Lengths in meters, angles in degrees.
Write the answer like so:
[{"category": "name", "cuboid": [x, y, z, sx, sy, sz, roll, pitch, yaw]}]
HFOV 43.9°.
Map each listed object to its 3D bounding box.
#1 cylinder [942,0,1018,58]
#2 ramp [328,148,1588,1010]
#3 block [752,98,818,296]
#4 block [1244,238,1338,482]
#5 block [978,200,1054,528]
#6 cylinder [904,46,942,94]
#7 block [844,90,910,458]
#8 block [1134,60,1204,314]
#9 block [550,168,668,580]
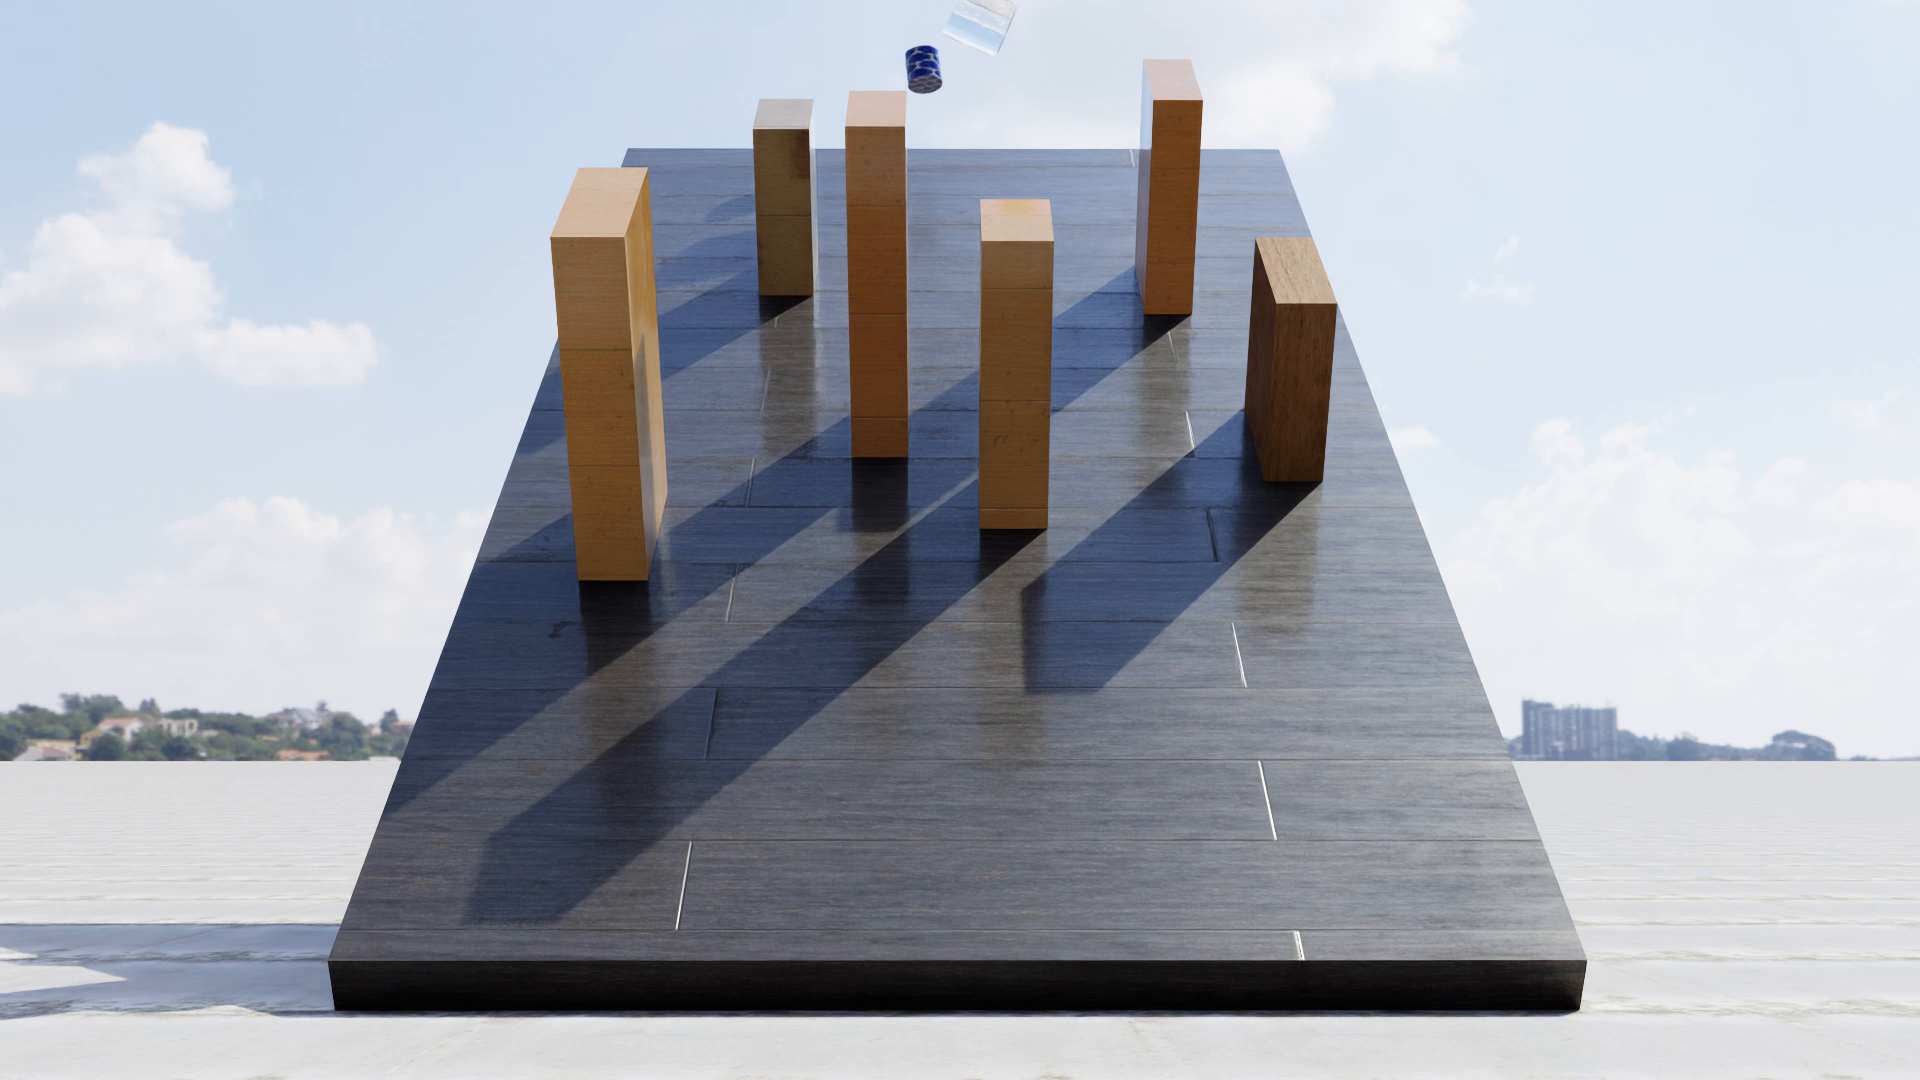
[{"category": "cylinder", "cuboid": [0.061, -1.580, 7.242, 0.176, 0.176, 0.176, 23, -8, -6]}, {"category": "ramp", "cuboid": [-0.011, -0.223, 5.575, 2.000, 0.100, 4.000, 0, 28, 0]}, {"category": "block", "cuboid": [-0.456, -0.902, 6.265, 0.144, 0.453, 0.254, 0, 28, 0]}, {"category": "block", "cuboid": [0.741, -0.411, 5.373, 0.131, 0.425, 0.396, 0, 28, 0]}, {"category": "block", "cuboid": [0.115, -0.370, 5.048, 0.145, 0.652, 0.245, 0, 28, 0]}, {"category": "cylinder", "cuboid": [-0.113, -1.452, 7.358, 0.107, 0.107, 0.107, -6, -20, -2]}, {"category": "block", "cuboid": [-0.181, -0.590, 5.329, 0.127, 0.777, 0.251, 0, 28, 0]}, {"category": "block", "cuboid": [0.537, -0.916, 6.173, 0.124, 0.570, 0.349, 0, 28, 0]}, {"category": "block", "cuboid": [-0.711, -0.341, 4.888, 0.141, 0.746, 0.402, 0, 28, 0]}]
